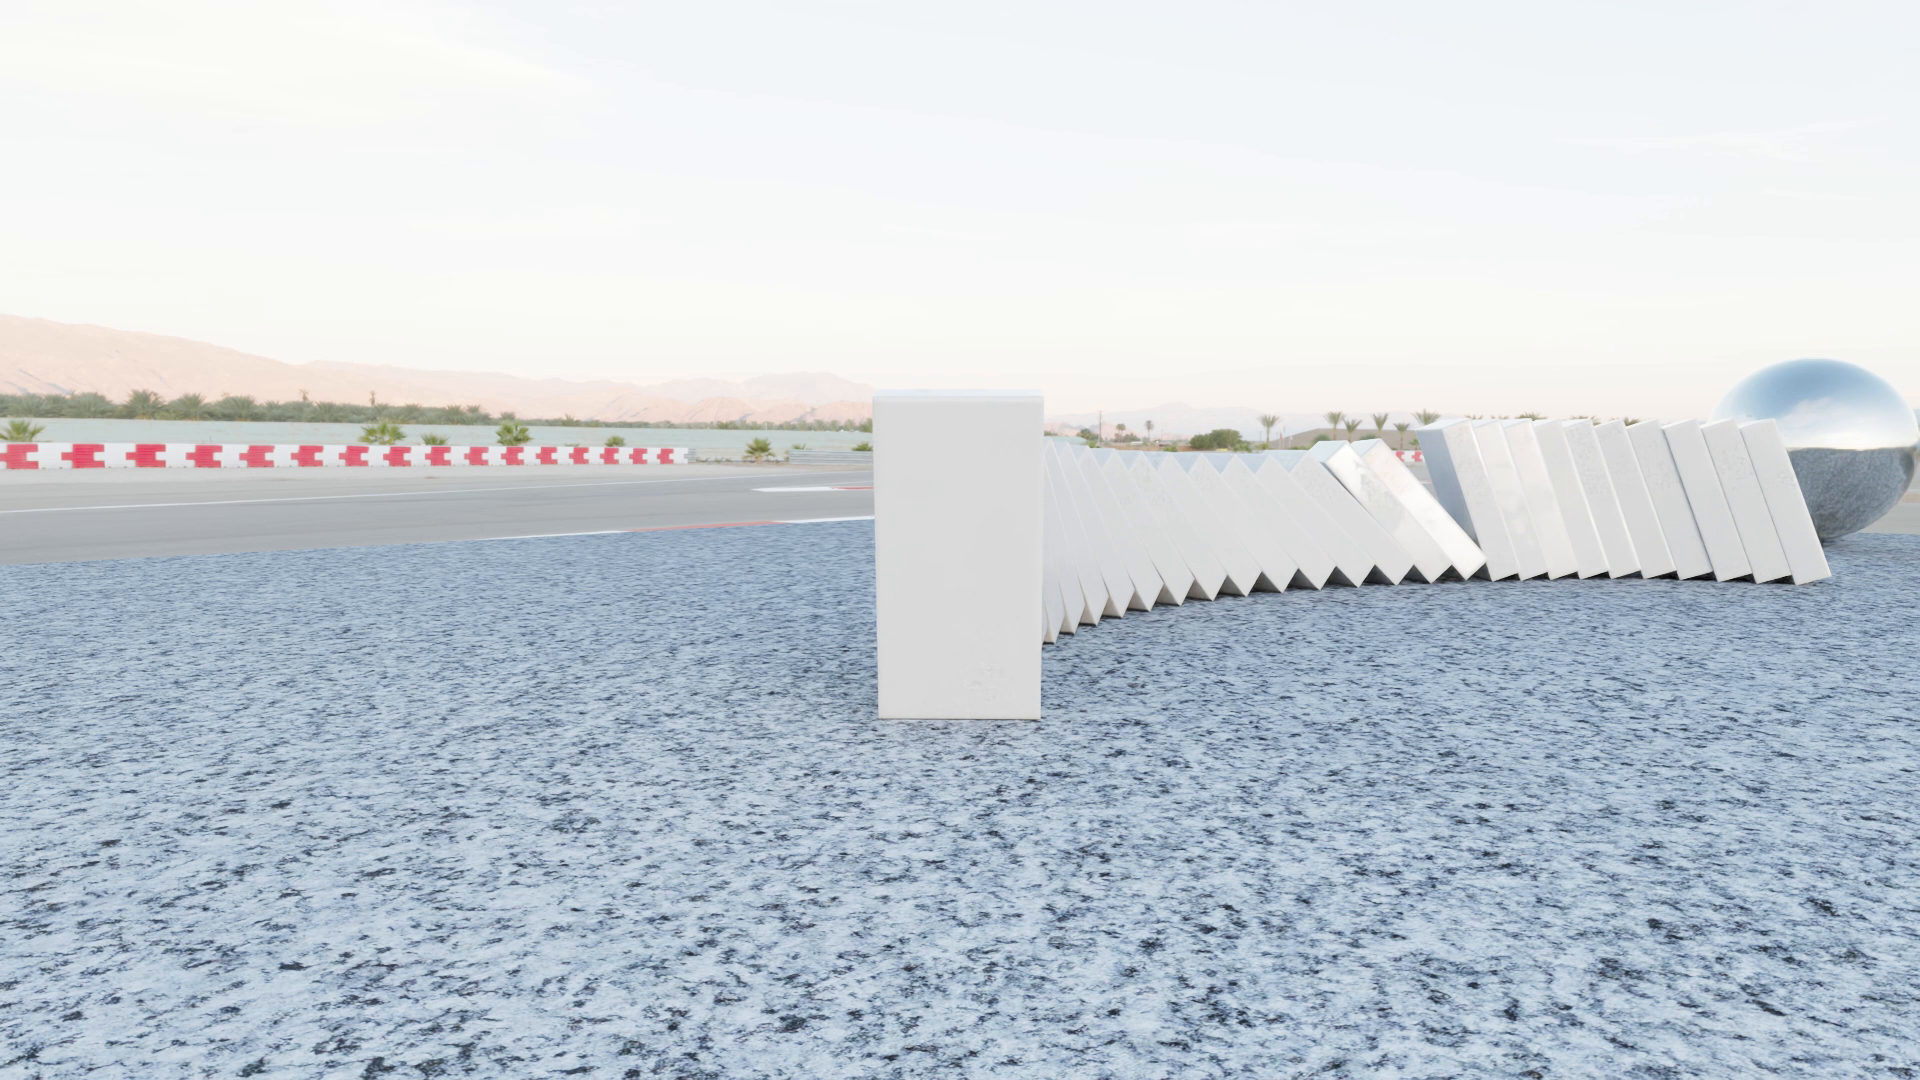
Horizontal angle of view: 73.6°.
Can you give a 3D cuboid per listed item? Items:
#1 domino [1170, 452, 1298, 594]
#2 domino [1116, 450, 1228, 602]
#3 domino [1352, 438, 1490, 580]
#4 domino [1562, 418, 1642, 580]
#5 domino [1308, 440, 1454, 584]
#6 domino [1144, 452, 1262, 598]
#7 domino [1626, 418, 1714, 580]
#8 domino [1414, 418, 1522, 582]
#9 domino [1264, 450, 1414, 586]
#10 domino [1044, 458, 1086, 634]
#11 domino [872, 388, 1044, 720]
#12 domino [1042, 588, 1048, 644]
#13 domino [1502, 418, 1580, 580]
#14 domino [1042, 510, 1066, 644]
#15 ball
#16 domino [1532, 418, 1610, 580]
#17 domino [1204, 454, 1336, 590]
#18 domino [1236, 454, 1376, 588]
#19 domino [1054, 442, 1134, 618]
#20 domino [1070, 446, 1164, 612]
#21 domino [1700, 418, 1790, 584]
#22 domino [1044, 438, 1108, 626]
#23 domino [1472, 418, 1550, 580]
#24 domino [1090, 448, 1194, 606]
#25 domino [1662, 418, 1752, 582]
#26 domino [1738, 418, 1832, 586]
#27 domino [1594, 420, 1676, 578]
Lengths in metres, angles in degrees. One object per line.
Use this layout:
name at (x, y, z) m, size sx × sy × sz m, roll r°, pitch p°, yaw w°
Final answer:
domino at (0.072, -0.005, 0.366) m, size 0.050 × 0.010 × 0.025 m, roll 45°, pitch -19°, yaw -27°
domino at (0.049, -0.004, 0.344) m, size 0.025 × 0.009 × 0.050 m, roll 5°, pitch -36°, yaw 48°
domino at (0.141, -0.010, 0.404) m, size 0.009 × 0.050 × 0.025 m, roll -43°, pitch 2°, yaw 1°
domino at (0.203, -0.014, 0.415) m, size 0.009 × 0.050 × 0.025 m, roll -19°, pitch 1°, yaw 11°
domino at (0.129, -0.009, 0.399) m, size 0.009 × 0.050 × 0.025 m, roll -43°, pitch 5°, yaw 0°
domino at (0.060, -0.004, 0.356) m, size 0.050 × 0.010 × 0.025 m, roll 47°, pitch -23°, yaw -30°
domino at (0.226, -0.013, 0.411) m, size 0.009 × 0.050 × 0.025 m, roll -19°, pitch -3°, yaw 21°
domino at (0.161, -0.013, 0.406) m, size 0.009 × 0.050 × 0.025 m, roll -20°, pitch 3°, yaw 3°
domino at (0.113, -0.007, 0.391) m, size 0.050 × 0.009 × 0.025 m, roll 43°, pitch -7°, yaw -14°
domino at (0.009, -0.001, 0.279) m, size 0.025 × 0.050 × 0.009 m, roll 2°, pitch 43°, yaw 24°
domino at (0.000, 0.002, 0.197) m, size 0.025 × 0.050 × 0.009 m, roll 0°, pitch 14°, yaw 1°
domino at (0.001, 0.000, 0.251) m, size 0.025 × 0.050 × 0.010 m, roll 1°, pitch 36°, yaw 16°
domino at (0.181, -0.013, 0.412) m, size 0.010 × 0.050 × 0.025 m, roll -19°, pitch 3°, yaw 3°
domino at (0.005, 0.000, 0.265) m, size 0.025 × 0.050 × 0.009 m, roll 2°, pitch 40°, yaw 21°
ball at (0.368, -0.039, 0.557) m, size 0.080 × 0.080 × 0.080 m, roll 0°, pitch 4°, yaw 0°
domino at (0.193, -0.014, 0.414) m, size 0.009 × 0.050 × 0.025 m, roll -19°, pitch 1°, yaw 10°
domino at (0.085, -0.005, 0.375) m, size 0.050 × 0.010 × 0.025 m, roll 43°, pitch -15°, yaw -23°
domino at (0.098, -0.006, 0.384) m, size 0.050 × 0.010 × 0.025 m, roll 41°, pitch -11°, yaw -19°
domino at (0.021, -0.002, 0.307) m, size 0.025 × 0.050 × 0.009 m, roll 3°, pitch 48°, yaw 34°
domino at (0.029, -0.003, 0.320) m, size 0.025 × 0.050 × 0.009 m, roll 4°, pitch 50°, yaw 39°
domino at (0.243, -0.013, 0.401) m, size 0.009 × 0.050 × 0.025 m, roll -19°, pitch -3°, yaw 21°
domino at (0.015, -0.001, 0.293) m, size 0.025 × 0.050 × 0.009 m, roll 2°, pitch 46°, yaw 29°
domino at (0.171, -0.013, 0.410) m, size 0.009 × 0.050 × 0.025 m, roll -19°, pitch 3°, yaw 3°
domino at (0.039, -0.003, 0.332) m, size 0.025 × 0.009 × 0.050 m, roll 4°, pitch -38°, yaw 43°
domino at (0.234, -0.013, 0.406) m, size 0.010 × 0.050 × 0.025 m, roll -19°, pitch -3°, yaw 21°
domino at (0.252, -0.012, 0.397) m, size 0.009 × 0.050 × 0.025 m, roll -19°, pitch -3°, yaw 21°
domino at (0.216, -0.014, 0.415) m, size 0.010 × 0.050 × 0.025 m, roll -19°, pitch -3°, yaw 21°
